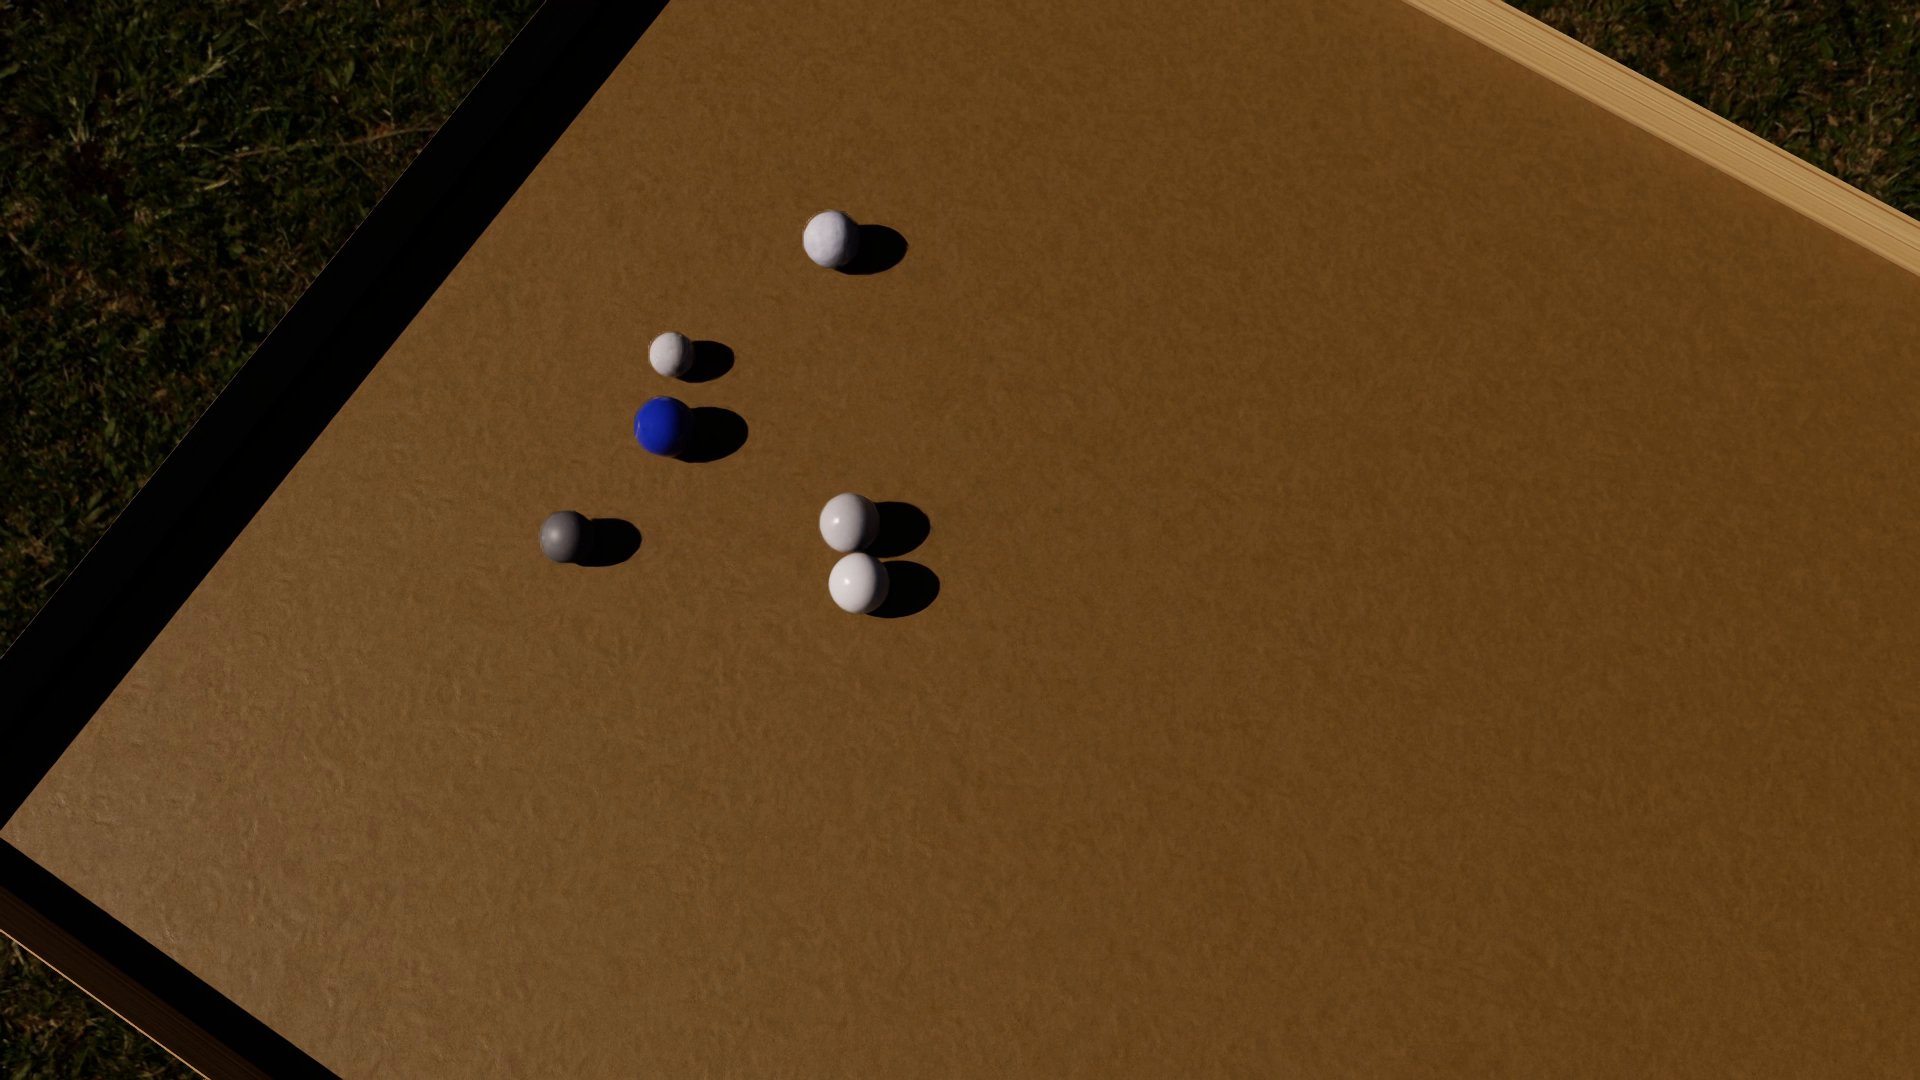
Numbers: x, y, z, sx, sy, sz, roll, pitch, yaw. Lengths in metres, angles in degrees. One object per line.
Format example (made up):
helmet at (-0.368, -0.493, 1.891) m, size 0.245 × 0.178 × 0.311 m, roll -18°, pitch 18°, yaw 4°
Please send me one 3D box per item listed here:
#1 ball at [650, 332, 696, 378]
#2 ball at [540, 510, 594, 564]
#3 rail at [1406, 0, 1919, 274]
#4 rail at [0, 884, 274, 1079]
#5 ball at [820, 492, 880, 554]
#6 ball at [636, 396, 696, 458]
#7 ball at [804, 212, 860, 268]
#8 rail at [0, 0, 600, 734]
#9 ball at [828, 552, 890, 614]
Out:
ball at (-0.463, -0.298, 3.540) m, size 0.074 × 0.074 × 0.074 m, roll 0°, pitch 70°, yaw 0°
ball at (-0.612, -0.005, 3.430) m, size 0.083 × 0.083 × 0.083 m, roll 0°, pitch 70°, yaw 0°
rail at (1.585, -0.435, 3.561) m, size 4.331 × 0.125 × 0.045 m, roll 31°, pitch 73°, yaw 11°
rail at (0.232, 1.530, 2.856) m, size 4.331 × 0.125 × 0.045 m, roll 31°, pitch 73°, yaw 11°
ball at (-0.171, -0.026, 3.431) m, size 0.095 × 0.095 × 0.095 m, roll 0°, pitch 70°, yaw 0°
ball at (-0.466, -0.179, 3.486) m, size 0.096 × 0.096 × 0.096 m, roll 0°, pitch 70°, yaw 0°
ball at (-0.210, -0.491, 3.599) m, size 0.093 × 0.093 × 0.093 m, roll 0°, pitch 70°, yaw 0°
rail at (-0.889, -0.549, 3.602) m, size 0.045 × 0.125 × 2.535 m, roll 31°, pitch 73°, yaw 11°
ball at (-0.155, 0.067, 3.398) m, size 0.095 × 0.095 × 0.095 m, roll 0°, pitch 70°, yaw 0°
